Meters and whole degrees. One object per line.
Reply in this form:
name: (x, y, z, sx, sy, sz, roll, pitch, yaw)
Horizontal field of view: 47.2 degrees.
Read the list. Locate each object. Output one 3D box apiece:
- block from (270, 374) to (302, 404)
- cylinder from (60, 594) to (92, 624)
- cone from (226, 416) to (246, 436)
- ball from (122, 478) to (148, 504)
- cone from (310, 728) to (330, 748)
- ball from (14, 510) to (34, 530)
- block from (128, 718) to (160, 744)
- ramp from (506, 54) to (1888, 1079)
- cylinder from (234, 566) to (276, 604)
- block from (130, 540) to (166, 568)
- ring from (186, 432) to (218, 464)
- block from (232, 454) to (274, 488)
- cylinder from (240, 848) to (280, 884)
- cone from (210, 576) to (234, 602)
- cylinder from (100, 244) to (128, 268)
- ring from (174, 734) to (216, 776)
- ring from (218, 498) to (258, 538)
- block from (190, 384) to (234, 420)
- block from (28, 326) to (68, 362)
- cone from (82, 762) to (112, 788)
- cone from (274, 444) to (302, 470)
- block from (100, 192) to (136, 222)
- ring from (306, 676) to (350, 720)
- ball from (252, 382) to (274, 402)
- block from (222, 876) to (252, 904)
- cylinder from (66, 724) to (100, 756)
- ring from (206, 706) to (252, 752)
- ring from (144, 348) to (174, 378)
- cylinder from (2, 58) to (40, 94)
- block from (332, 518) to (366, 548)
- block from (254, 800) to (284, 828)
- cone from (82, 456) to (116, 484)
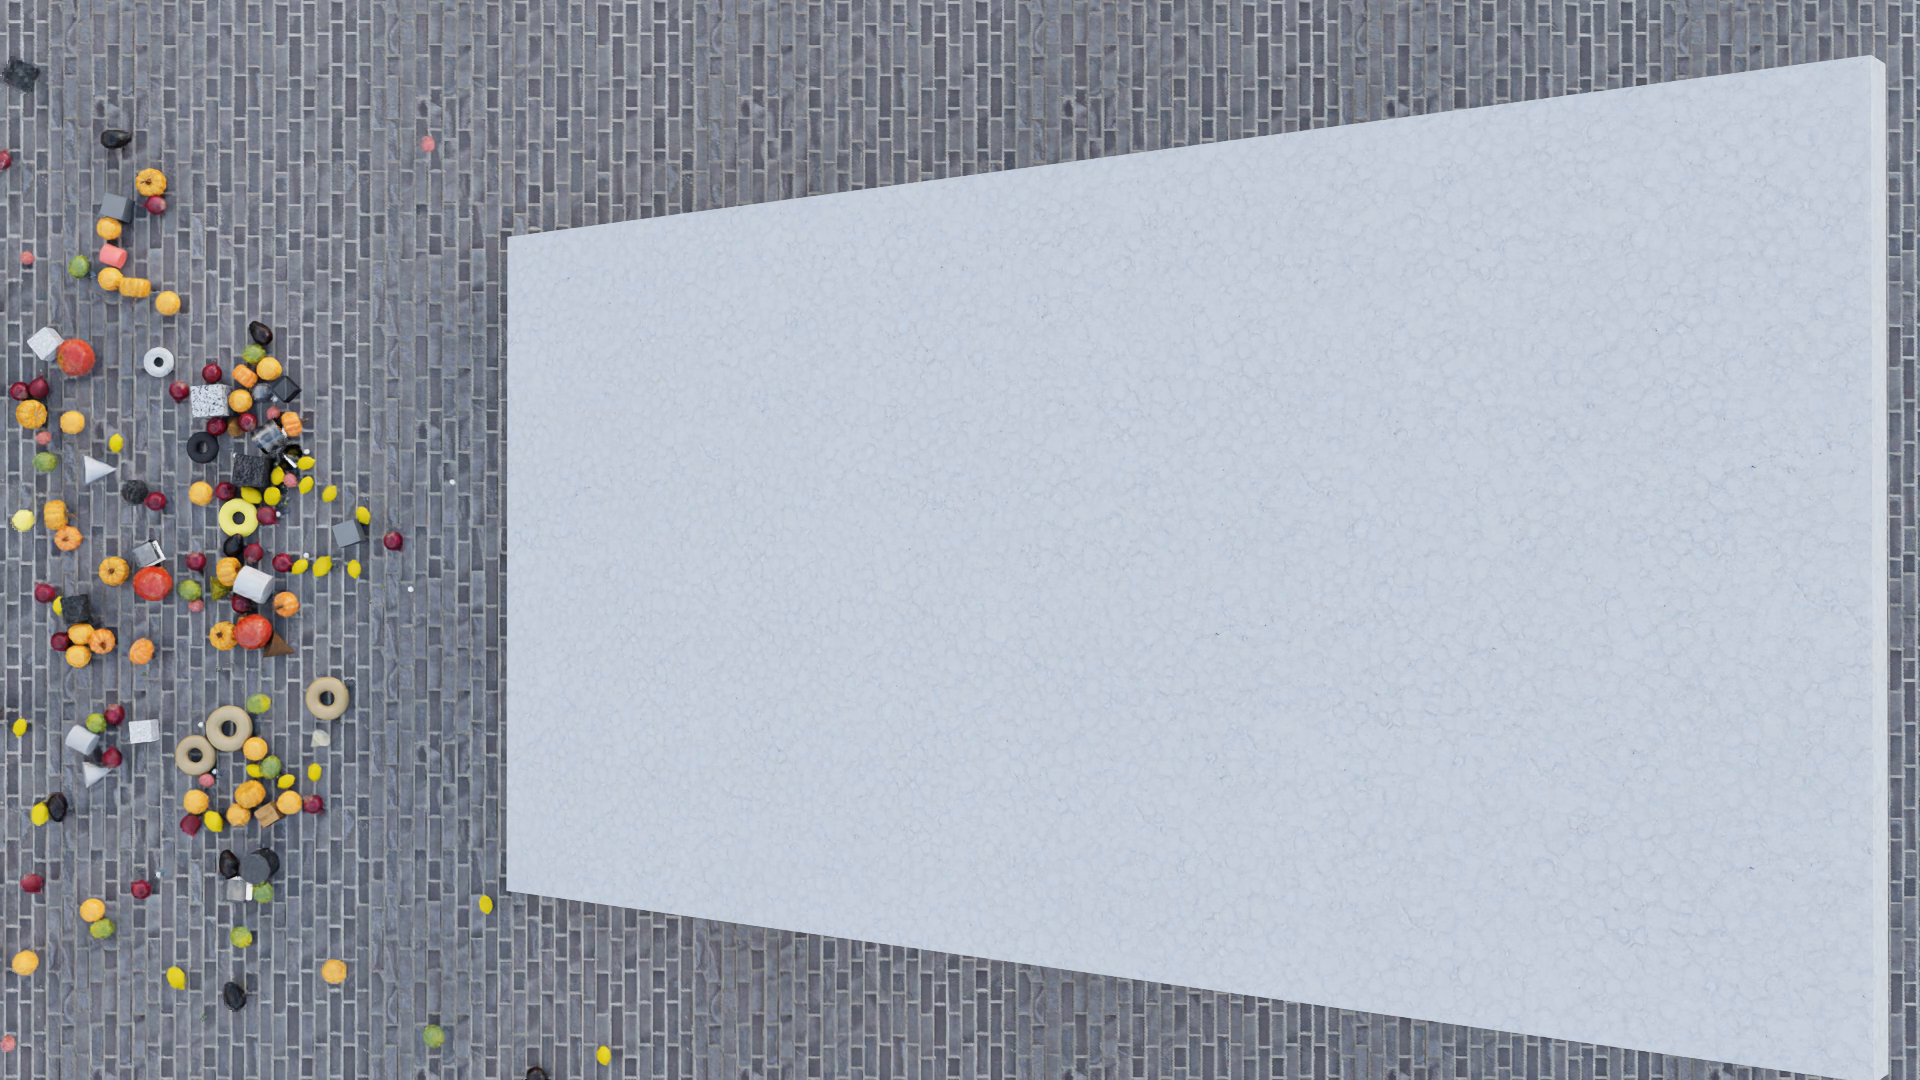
block: (-2.079, -0.465, 6.782, 0.059, 0.059, 0.059, -45, 90, 0)
cylinder: (-2.720, 0.214, 6.766, 0.081, 0.081, 0.081, -11, 90, 0)
cone: (-2.244, -0.351, 6.779, 0.062, 0.062, 0.062, 0, 90, 0)
ball: (-2.541, -0.149, 6.770, 0.077, 0.077, 0.077, 0, 90, 0)
cone: (-1.988, 0.625, 6.790, 0.061, 0.061, 0.061, -39, 90, 26)
ball: (-2.885, -0.062, 6.778, 0.061, 0.061, 0.061, 0, 90, 0)
block: (-2.511, 0.588, 6.771, 0.065, 0.065, 0.065, -5, 90, 0)
ramp: (0.225, 0.064, 5.542, 4.000, 0.100, 2.000, 0, 90, 38)
cylinder: (-2.170, 0.137, 6.762, 0.091, 0.091, 0.091, 23, 90, 0)
block: (-2.503, 0.044, 6.775, 0.065, 0.065, 0.065, -26, 90, 0)
ring: (-2.340, -0.285, 6.794, 0.100, 0.033, 0.100, 0, 91, 0)
block: (-2.174, -0.213, 6.763, 0.092, 0.092, 0.092, 7, 90, 0)
cylinder: (-2.150, 1.002, 6.751, 0.094, 0.094, 0.094, 0, 93, 2)
cone: (-2.267, 0.147, 6.789, 0.080, 0.080, 0.080, -7, 90, -27)
cylinder: (-2.612, -0.877, 6.785, 0.058, 0.058, 0.058, 22, 90, 0)
ring: (-2.357, 0.664, 6.783, 0.128, 0.043, 0.128, 0, 90, -1)
ring: (-2.226, -0.068, 6.788, 0.123, 0.041, 0.123, 0, 93, -1)
block: (-2.300, -0.425, 6.764, 0.094, 0.094, 0.094, -5, 90, 0)
block: (-2.811, -0.603, 6.776, 0.072, 0.072, 0.072, -40, 90, 0)
cone: (-2.657, 0.715, 6.785, 0.082, 0.082, 0.082, -10, 90, -27)
cone: (-2.095, -0.270, 6.791, 0.087, 0.087, 0.087, 22, 90, 28)
block: (-2.598, -1.025, 6.780, 0.069, 0.069, 0.069, 16, 90, 0)
ring: (-1.951, 0.488, 6.783, 0.135, 0.045, 0.135, 0, 91, 0)
ball: (-2.151, -0.454, 6.780, 0.063, 0.063, 0.063, 0, 90, 0)
block: (-2.223, 1.076, 6.766, 0.069, 0.069, 0.069, 5, 90, 0)
cylinder: (-2.701, 0.615, 6.769, 0.070, 0.070, 0.070, 27, 90, 0)
ring: (-2.253, 0.581, 6.780, 0.145, 0.048, 0.145, 0, 90, 1)
ring: (-2.476, -0.550, 6.797, 0.093, 0.031, 0.093, 0, 90, -1)
cylinder: (-2.893, -1.432, 6.777, 0.082, 0.082, 0.082, 27, 90, 0)
block: (-1.881, -0.020, 6.773, 0.070, 0.070, 0.070, -19, 90, 0)
block: (-2.127, 0.845, 6.773, 0.058, 0.058, 0.058, -33, 90, 0)
cone: (-2.653, -0.219, 6.788, 0.094, 0.094, 0.094, -4, 90, -27)
